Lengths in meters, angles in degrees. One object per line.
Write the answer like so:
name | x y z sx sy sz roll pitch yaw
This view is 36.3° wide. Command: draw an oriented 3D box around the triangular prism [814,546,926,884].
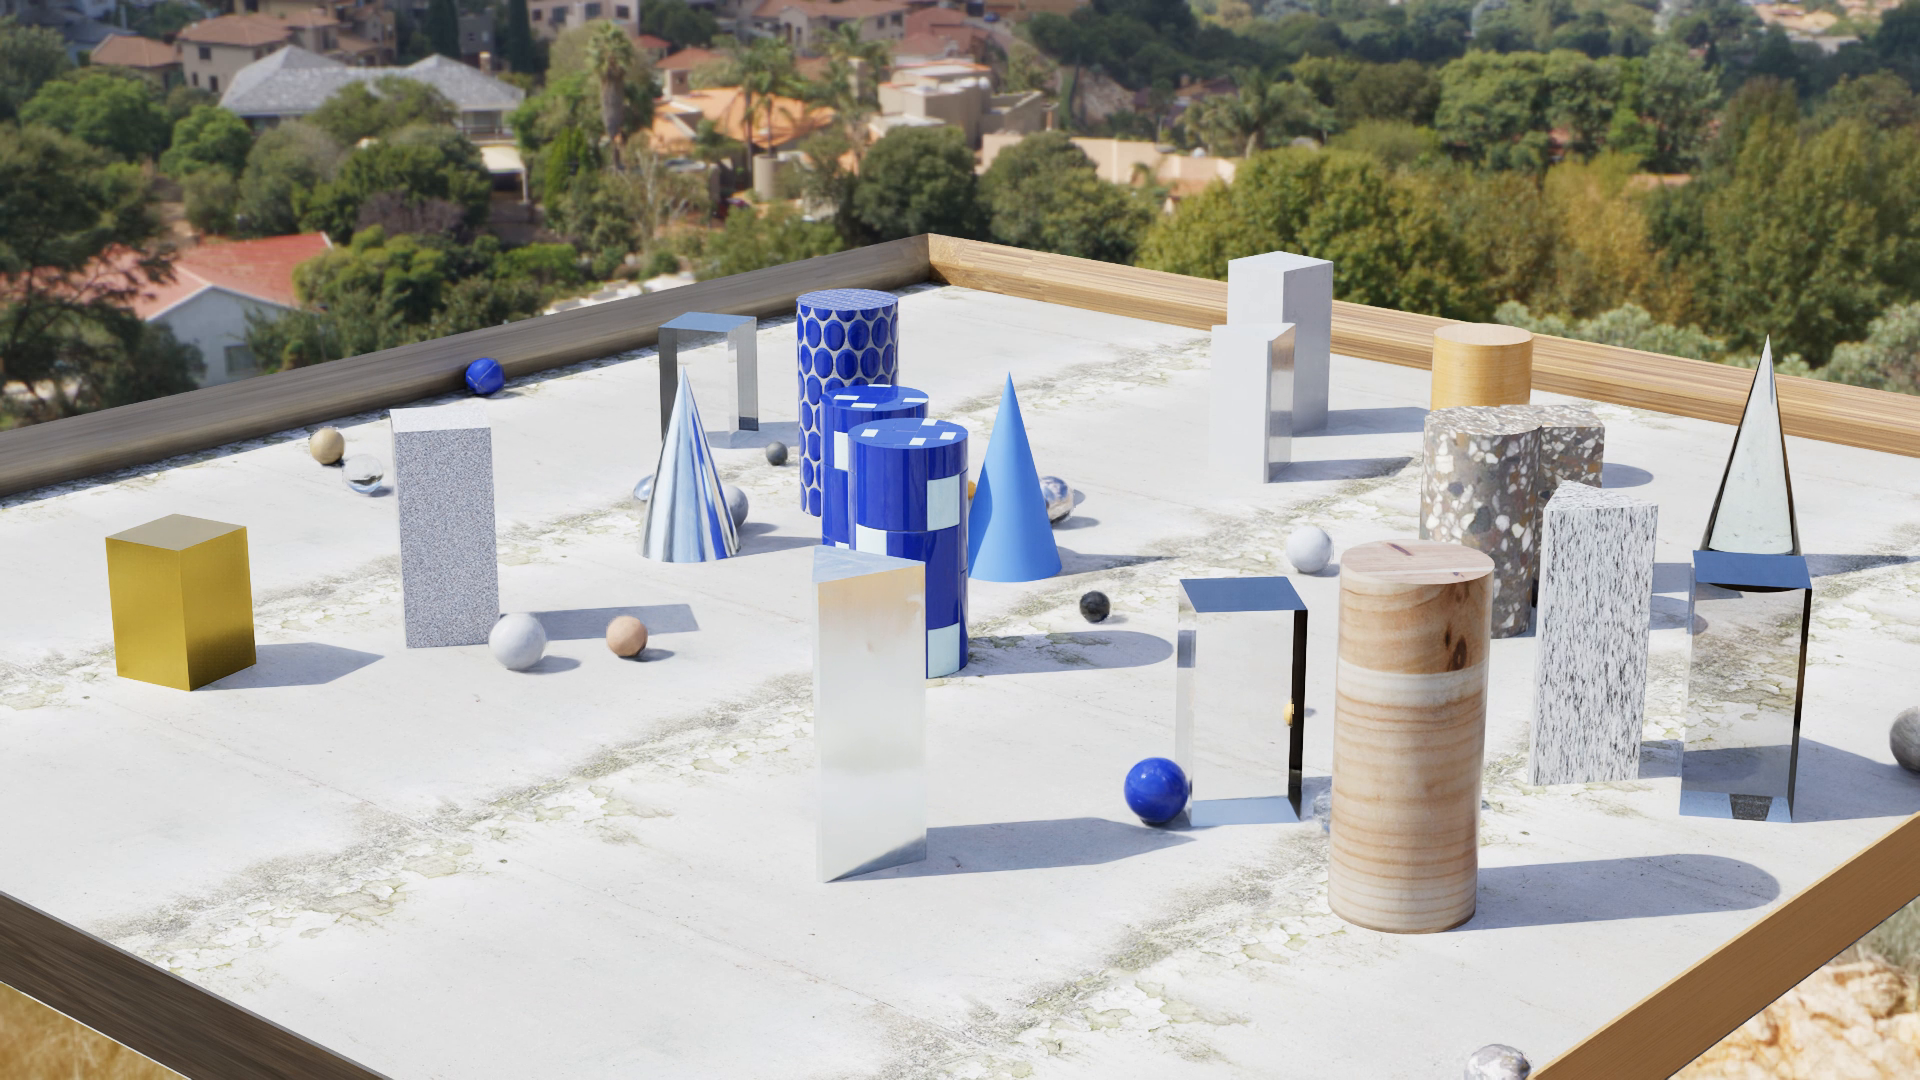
triangular prism | -0.154 0.227 3.964 0.168 0.422 0.145 -10 19 -30

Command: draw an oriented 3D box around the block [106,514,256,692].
block | -1.251 0.099 4.715 0.155 0.234 0.155 9 19 28

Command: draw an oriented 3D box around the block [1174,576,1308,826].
block | 0.395 0.227 4.149 0.155 0.315 0.155 -1 17 -5

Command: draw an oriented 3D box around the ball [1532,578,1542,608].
ball | 0.984 0.092 5.052 0.052 0.052 0.052 0 17 0

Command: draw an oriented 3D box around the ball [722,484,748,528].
ball | -0.440 -0.061 5.497 0.088 0.088 0.088 0 17 0

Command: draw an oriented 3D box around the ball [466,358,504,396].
ball | -1.054 -0.361 6.500 0.082 0.082 0.082 0 17 0

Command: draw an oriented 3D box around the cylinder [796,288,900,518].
cylinder | -0.213 -0.261 5.606 0.194 0.407 0.194 0 17 0

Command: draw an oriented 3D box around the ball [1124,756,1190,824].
ball | 0.276 0.351 4.121 0.093 0.093 0.093 0 17 0

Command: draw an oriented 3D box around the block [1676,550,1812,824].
block | 1.109 0.207 4.161 0.155 0.347 0.155 3 17 11

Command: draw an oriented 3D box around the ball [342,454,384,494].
ball | -1.169 -0.131 5.744 0.078 0.078 0.078 0 17 0

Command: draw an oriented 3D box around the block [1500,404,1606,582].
block | 1.030 -0.070 5.147 0.155 0.306 0.155 0 17 1

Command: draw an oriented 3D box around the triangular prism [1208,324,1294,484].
triangular prism | 0.612 -0.283 5.880 0.145 0.291 0.168 -13 21 -36

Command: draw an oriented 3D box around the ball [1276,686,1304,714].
ball | 0.511 0.248 4.546 0.044 0.044 0.044 0 17 0

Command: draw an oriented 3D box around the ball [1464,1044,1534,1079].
ball | 0.606 0.607 3.301 0.078 0.078 0.078 0 17 0

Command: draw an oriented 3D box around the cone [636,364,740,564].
cone | -0.500 -0.152 5.349 0.194 0.348 0.194 0 17 0

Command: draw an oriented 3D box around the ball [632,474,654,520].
ball | -0.573 -0.079 5.544 0.094 0.094 0.094 0 17 0

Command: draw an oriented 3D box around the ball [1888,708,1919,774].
ball | 1.414 0.294 4.304 0.097 0.097 0.097 0 17 0

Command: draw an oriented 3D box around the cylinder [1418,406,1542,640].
cylinder | 0.871 -0.031 4.935 0.194 0.353 0.194 0 17 0

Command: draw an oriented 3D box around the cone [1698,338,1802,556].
cone | 1.422 -0.157 5.220 0.194 0.431 0.194 0 17 0

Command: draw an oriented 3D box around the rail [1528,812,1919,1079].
rail | 1.356 0.372 3.993 0.045 0.126 3.936 14 22 39

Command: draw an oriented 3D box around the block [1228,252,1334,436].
block | 0.674 -0.415 6.205 0.155 0.356 0.155 -14 22 -40

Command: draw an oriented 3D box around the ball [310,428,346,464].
ball | -1.283 -0.189 5.947 0.073 0.073 0.073 0 17 0

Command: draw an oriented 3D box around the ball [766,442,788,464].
ball | -0.372 -0.176 5.949 0.047 0.047 0.047 0 17 0

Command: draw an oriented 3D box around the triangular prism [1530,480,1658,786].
triangular prism | 0.899 0.133 4.285 0.168 0.417 0.145 -3 17 -9

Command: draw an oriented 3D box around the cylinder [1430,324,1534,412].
cylinder | 1.027 -0.260 5.791 0.194 0.299 0.194 0 17 0

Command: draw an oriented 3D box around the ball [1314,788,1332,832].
ball | 0.525 0.376 4.090 0.063 0.063 0.063 0 17 0

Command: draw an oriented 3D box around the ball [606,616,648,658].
ball | -0.545 0.158 4.804 0.067 0.067 0.067 0 17 0

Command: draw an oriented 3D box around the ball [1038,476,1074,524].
ball | 0.168 -0.075 5.534 0.093 0.093 0.093 0 17 0

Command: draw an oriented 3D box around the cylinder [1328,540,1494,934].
cylinder | 0.581 0.253 3.790 0.194 0.472 0.194 0 17 0

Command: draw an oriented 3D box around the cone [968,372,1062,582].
cone | 0.087 -0.126 5.235 0.194 0.363 0.194 0 17 0

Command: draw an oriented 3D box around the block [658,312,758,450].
block | -0.524 -0.335 6.126 0.155 0.248 0.155 6 18 18

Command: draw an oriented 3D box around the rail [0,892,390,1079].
rail | -1.275 0.456 3.715 3.638 0.126 0.045 14 22 39

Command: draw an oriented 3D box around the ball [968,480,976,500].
ball | 0.012 -0.097 5.695 0.041 0.041 0.041 0 17 0

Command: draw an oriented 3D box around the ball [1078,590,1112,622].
ball | 0.229 0.113 4.977 0.055 0.055 0.055 0 17 0

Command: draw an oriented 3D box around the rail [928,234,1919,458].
rail | 1.275 -0.393 6.526 3.638 0.126 0.045 14 22 39

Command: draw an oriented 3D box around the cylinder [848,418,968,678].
cylinder | -0.083 0.013 4.739 0.194 0.384 0.194 0 17 0

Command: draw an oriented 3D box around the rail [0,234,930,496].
rail | -1.356 -0.309 6.247 0.045 0.126 3.936 14 22 39

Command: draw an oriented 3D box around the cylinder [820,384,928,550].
cylinder | -0.152 -0.102 5.243 0.194 0.313 0.194 0 17 0

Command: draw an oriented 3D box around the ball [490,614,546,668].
ball | -0.716 0.163 4.748 0.090 0.090 0.090 0 17 0

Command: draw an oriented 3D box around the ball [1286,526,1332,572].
ball | 0.625 0.016 5.249 0.083 0.083 0.083 0 17 0

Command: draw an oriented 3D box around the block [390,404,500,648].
block | -0.857 -0.024 4.885 0.155 0.370 0.155 -4 17 -13
